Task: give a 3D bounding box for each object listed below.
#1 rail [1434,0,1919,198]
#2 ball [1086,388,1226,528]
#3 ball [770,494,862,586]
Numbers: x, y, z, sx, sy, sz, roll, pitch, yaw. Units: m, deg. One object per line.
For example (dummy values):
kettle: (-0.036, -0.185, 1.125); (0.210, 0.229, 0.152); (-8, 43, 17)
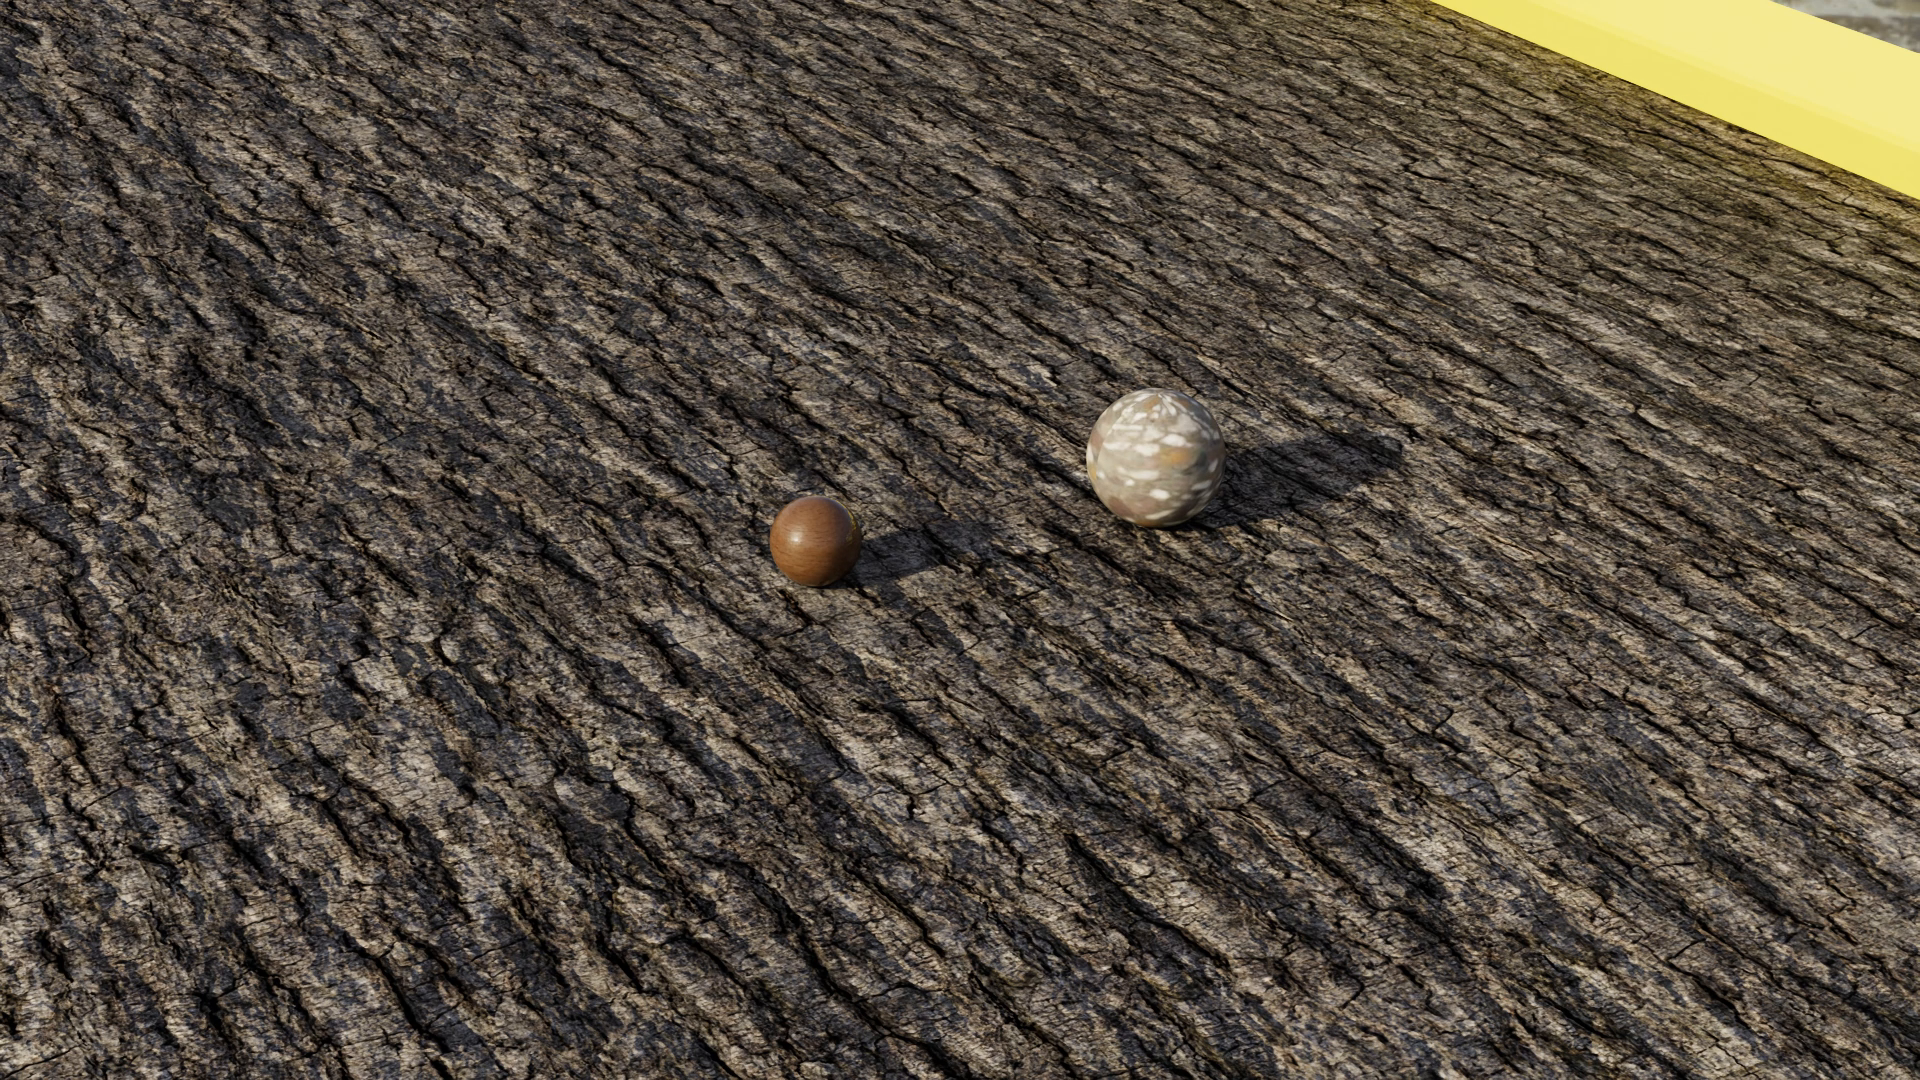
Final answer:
rail: (0.504, -0.645, 3.198); (0.045, 0.128, 3.832); (-14, 30, -26)
ball: (0.138, -0.058, 2.064); (0.099, 0.099, 0.099); (0, 27, 0)
ball: (-0.098, 0.000, 1.989); (0.063, 0.063, 0.063); (0, 27, 0)
